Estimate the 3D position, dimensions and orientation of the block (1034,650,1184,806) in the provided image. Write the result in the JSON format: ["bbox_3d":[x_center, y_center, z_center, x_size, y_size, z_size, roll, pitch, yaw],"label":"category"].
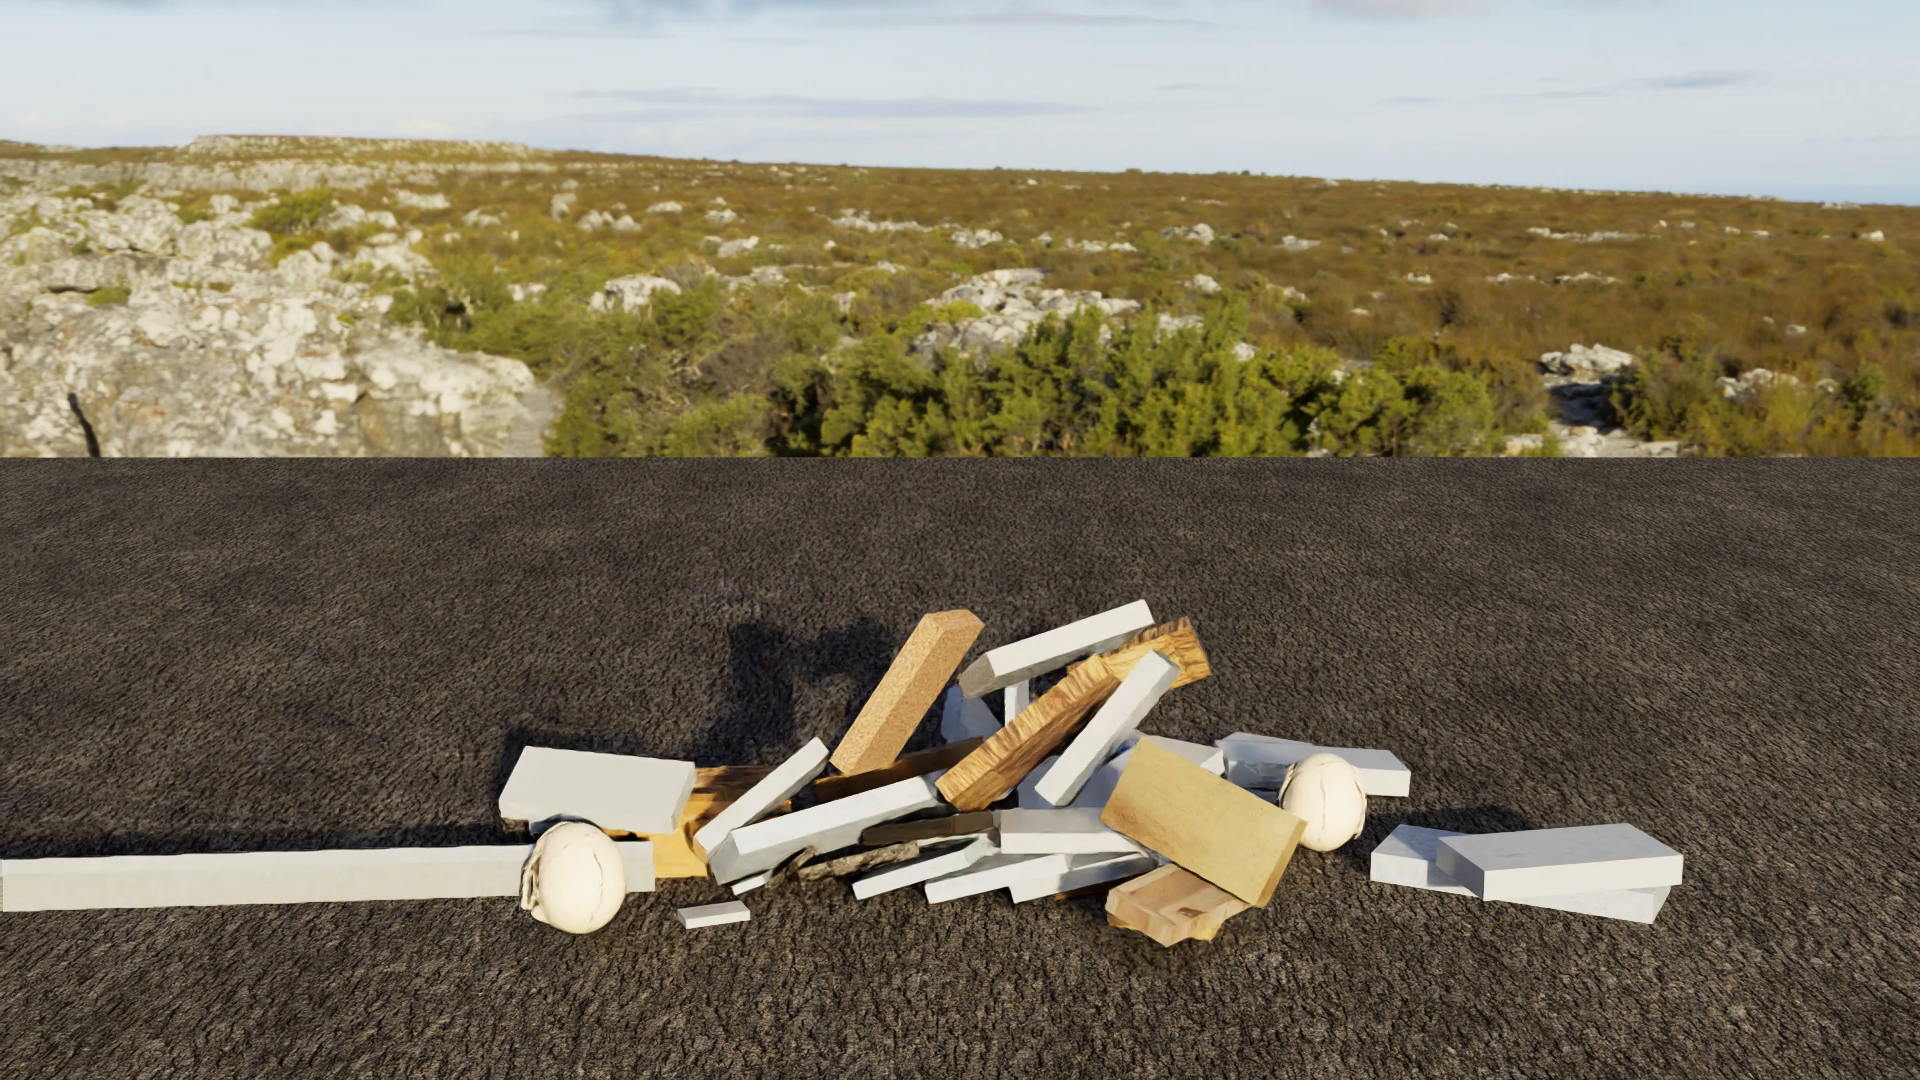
[{"bbox_3d":[0.247,0.311,3.630,0.042,0.296,0.148,41,4,15],"label":"block"}]

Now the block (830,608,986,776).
[{"bbox_3d":[-0.085,0.247,3.573,0.042,0.299,0.149,39,18,20],"label":"block"}]

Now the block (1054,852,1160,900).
[{"bbox_3d":[0.244,0.557,3.662,0.172,0.024,0.086,-13,10,10],"label":"block"}]

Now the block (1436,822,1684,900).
[{"bbox_3d":[0.981,0.526,3.608,0.348,0.049,0.174,-2,11,-13],"label":"block"}]

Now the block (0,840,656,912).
[{"bbox_3d":[-1.230,0.554,3.586,1.452,0.103,0.029,-1,46,-5],"label":"block"}]

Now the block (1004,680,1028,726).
[{"bbox_3d":[0.123,0.341,4.775,0.024,0.086,0.173,2,11,10],"label":"block"}]

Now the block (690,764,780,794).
[{"bbox_3d":[-0.473,0.477,3.950,0.328,0.040,0.141,-1,46,-6],"label":"block"}]

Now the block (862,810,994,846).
[{"bbox_3d":[-0.054,0.478,3.644,0.203,0.029,0.101,-15,-9,41],"label":"block"}]

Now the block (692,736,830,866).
[{"bbox_3d":[-0.330,0.433,3.638,0.258,0.037,0.129,-38,-9,-18],"label":"block"}]

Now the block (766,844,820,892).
[{"bbox_3d":[-0.278,0.544,3.646,0.053,0.015,0.106,-35,-7,-46],"label":"block"}]

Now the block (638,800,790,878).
[{"bbox_3d":[-0.417,0.508,3.742,0.258,0.129,0.037,-1,29,-5],"label":"block"}]

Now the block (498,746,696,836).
[{"bbox_3d":[-0.610,0.422,3.711,0.301,0.039,0.137,4,38,11],"label":"block"}]

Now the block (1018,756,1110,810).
[{"bbox_3d":[0.187,0.475,3.911,0.162,0.046,0.323,-8,20,2],"label":"block"}]

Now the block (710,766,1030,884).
[{"bbox_3d":[-0.142,0.461,3.704,0.557,0.042,0.149,-13,-21,-27],"label":"block"}]

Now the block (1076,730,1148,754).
[{"bbox_3d":[0.380,0.428,4.472,0.086,0.024,0.602,-6,12,-27],"label":"block"}]

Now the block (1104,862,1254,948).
[{"bbox_3d":[0.346,0.551,3.396,0.121,0.034,0.243,27,25,34],"label":"block"}]

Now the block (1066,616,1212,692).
[{"bbox_3d":[0.376,0.268,4.625,0.274,0.137,0.039,-21,31,11],"label":"block"}]

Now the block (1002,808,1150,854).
[{"bbox_3d":[0.187,0.477,3.613,0.238,0.034,0.119,-1,12,1],"label":"block"}]

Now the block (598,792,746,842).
[{"bbox_3d":[-0.493,0.501,3.780,0.258,0.129,0.037,-2,30,-10],"label":"block"}]

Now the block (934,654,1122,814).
[{"bbox_3d":[0.121,0.324,3.625,0.337,0.042,0.148,-39,-23,2],"label":"block"}]

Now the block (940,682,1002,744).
[{"bbox_3d":[0.033,0.386,4.330,0.046,0.162,0.323,-34,7,8],"label":"block"}]

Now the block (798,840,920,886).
[{"bbox_3d":[-0.168,0.538,3.668,0.203,0.029,0.101,-14,-7,-3],"label":"block"}]

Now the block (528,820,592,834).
[{"bbox_3d":[-0.639,0.485,3.835,0.205,0.029,0.103,-6,-4,-1],"label":"block"}]

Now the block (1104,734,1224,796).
[{"bbox_3d":[0.314,0.463,4.053,0.162,0.046,0.384,8,23,38],"label":"block"}]

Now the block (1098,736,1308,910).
[{"bbox_3d":[0.378,0.440,3.439,0.299,0.149,0.042,26,-2,32],"label":"block"}]

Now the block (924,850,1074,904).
[{"bbox_3d":[0.067,0.542,3.644,0.238,0.034,0.119,-15,8,11],"label":"block"}]

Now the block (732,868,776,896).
[{"bbox_3d":[-0.341,0.566,3.646,0.053,0.015,0.106,-21,-4,4],"label":"block"}]

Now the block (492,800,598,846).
[{"bbox_3d":[-0.721,0.499,3.930,0.205,0.029,0.103,-6,48,-28],"label":"block"}]

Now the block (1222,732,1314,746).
[{"bbox_3d":[0.625,0.425,4.489,0.173,0.024,0.086,7,12,32],"label":"block"}]

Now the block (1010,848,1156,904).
[{"bbox_3d":[0.205,0.538,3.642,0.238,0.034,0.119,-15,9,10],"label":"block"}]

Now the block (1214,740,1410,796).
[{"bbox_3d":[0.675,0.440,4.248,0.348,0.049,0.174,4,7,-3],"label":"block"}]

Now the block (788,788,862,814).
[{"bbox_3d":[-0.239,0.496,4.064,0.283,0.040,0.141,-2,11,-9],"label":"block"}]

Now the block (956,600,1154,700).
[{"bbox_3d":[0.155,0.179,3.580,0.296,0.042,0.148,-17,-12,-24],"label":"block"}]

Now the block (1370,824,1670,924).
[{"bbox_3d":[0.943,0.559,3.703,0.463,0.049,0.174,5,12,26],"label":"block"}]

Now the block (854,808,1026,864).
[{"bbox_3d":[-0.029,0.511,3.781,0.274,0.039,0.137,-11,7,33],"label":"block"}]

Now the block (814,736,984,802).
[{"bbox_3d":[-0.107,0.414,3.981,0.283,0.040,0.141,-16,-2,24],"label":"block"}]

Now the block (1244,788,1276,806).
[{"bbox_3d":[0.488,0.479,4.030,0.121,0.034,0.243,5,-1,24],"label":"block"}]

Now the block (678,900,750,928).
[{"bbox_3d":[-0.398,0.604,3.550,0.106,0.015,0.053,-4,11,-22],"label":"block"}]

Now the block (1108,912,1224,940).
[{"bbox_3d":[0.332,0.598,3.522,0.172,0.024,0.086,5,20,23],"label":"block"}]

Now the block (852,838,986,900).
[{"bbox_3d":[-0.067,0.542,3.624,0.203,0.029,0.101,-19,-2,17],"label":"block"}]

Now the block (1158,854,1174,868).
[{"bbox_3d":[0.395,0.538,3.854,0.122,0.034,0.319,6,12,29],"label":"block"}]
